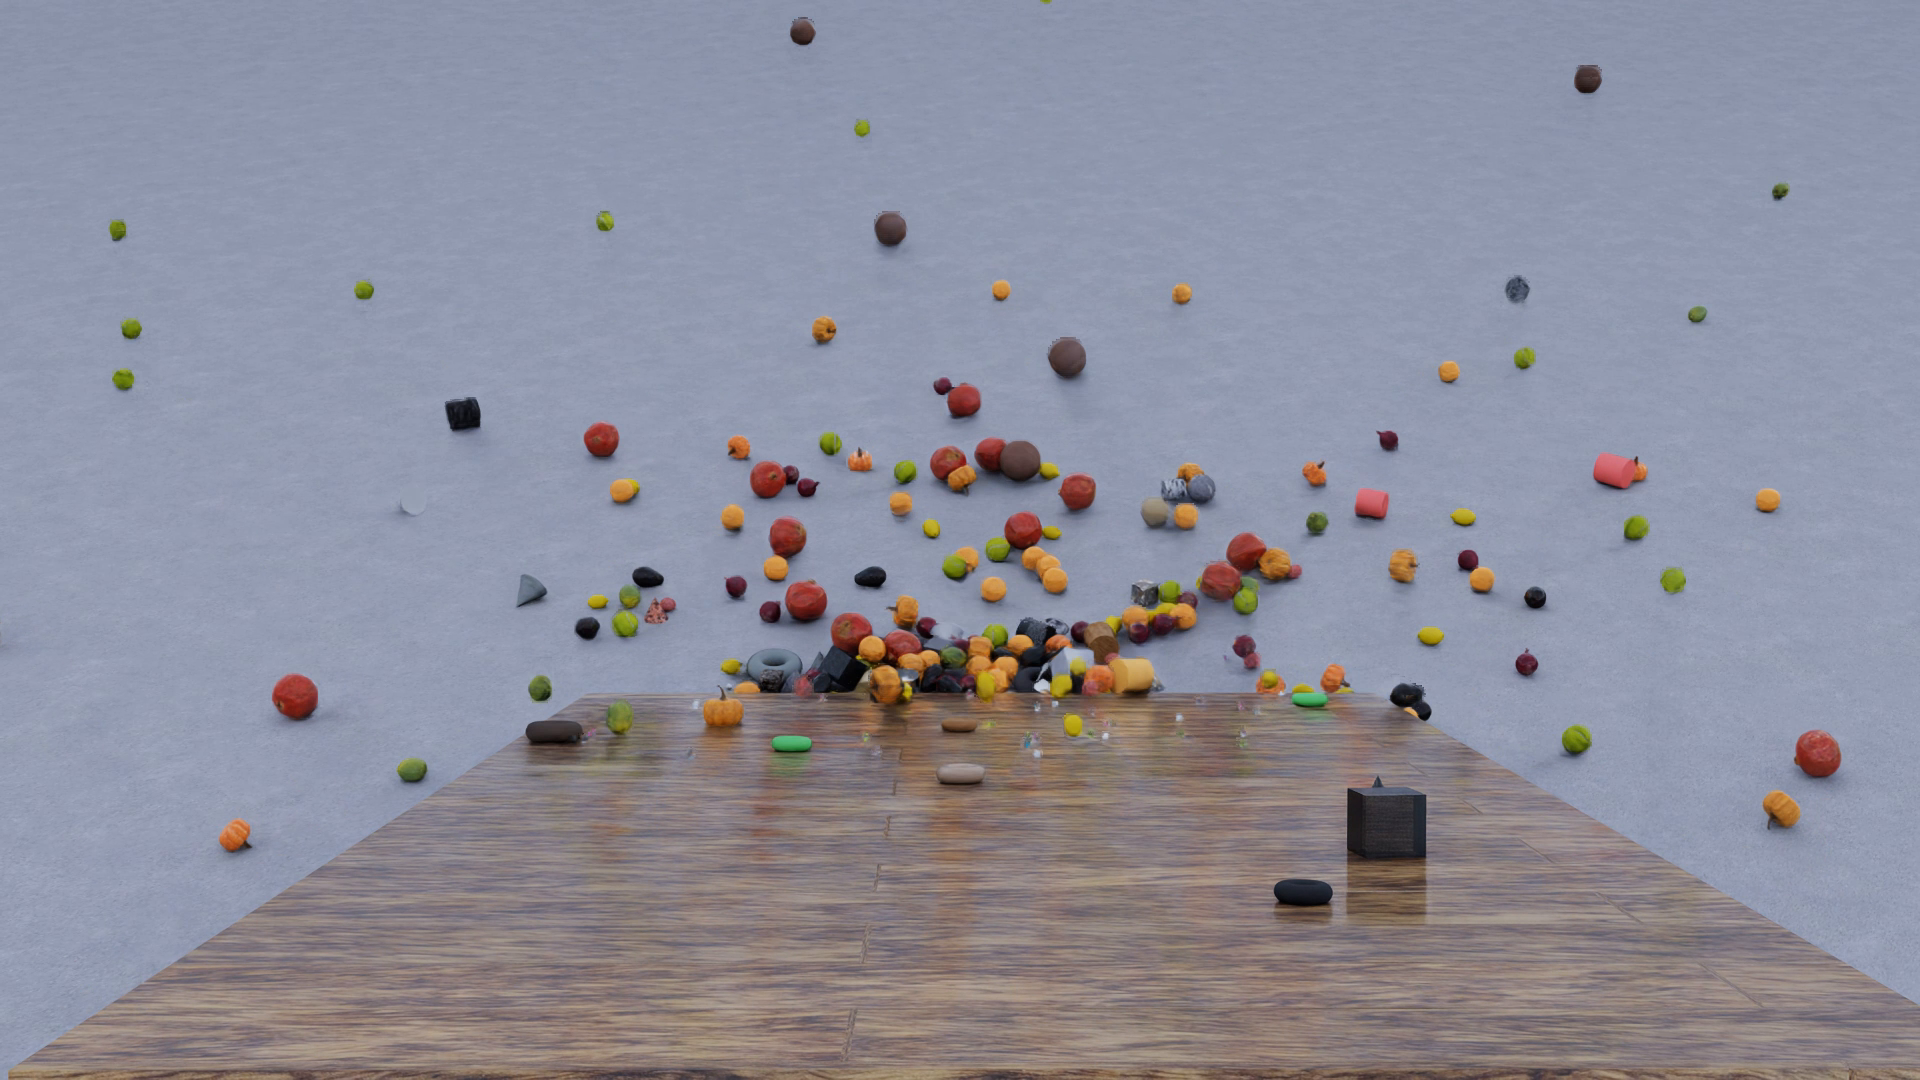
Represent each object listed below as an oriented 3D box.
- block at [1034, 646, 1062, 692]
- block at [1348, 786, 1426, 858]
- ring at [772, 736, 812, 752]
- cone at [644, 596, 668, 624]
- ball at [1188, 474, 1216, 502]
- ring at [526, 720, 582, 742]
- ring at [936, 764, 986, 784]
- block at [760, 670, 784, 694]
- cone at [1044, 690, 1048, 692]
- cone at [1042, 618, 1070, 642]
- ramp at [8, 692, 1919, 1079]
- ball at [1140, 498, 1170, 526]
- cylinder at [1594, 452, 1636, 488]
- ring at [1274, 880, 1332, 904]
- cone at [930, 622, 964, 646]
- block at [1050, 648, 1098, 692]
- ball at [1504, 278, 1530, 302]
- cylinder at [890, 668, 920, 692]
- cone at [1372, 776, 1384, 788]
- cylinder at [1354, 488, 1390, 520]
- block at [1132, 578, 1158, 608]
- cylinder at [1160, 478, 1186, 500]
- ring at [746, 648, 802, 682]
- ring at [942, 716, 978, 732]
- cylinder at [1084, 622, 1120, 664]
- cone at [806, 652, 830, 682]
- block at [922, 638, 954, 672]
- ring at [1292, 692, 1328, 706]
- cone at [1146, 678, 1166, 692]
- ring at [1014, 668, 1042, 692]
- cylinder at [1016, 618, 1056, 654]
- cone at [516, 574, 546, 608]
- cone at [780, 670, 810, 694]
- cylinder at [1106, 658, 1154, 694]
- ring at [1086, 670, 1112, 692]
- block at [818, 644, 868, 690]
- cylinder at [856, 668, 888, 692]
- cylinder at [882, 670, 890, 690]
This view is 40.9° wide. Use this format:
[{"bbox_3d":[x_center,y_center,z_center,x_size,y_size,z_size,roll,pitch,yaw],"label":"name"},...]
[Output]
[{"bbox_3d":[0.263,0.354,6.660,0.092,0.092,0.092,34,52,-5],"label":"block"},{"bbox_3d":[0.649,0.430,3.924,0.094,0.094,0.094,0,2,-8],"label":"block"},{"bbox_3d":[-0.346,0.418,5.286,0.083,0.028,0.083,1,1,0],"label":"ring"},{"bbox_3d":[-0.843,0.187,7.131,0.068,0.068,0.068,0,24,0],"label":"cone"},{"bbox_3d":[0.737,-0.157,7.866,0.087,0.087,0.087,0,24,0],"label":"ball"},{"bbox_3d":[-0.861,0.406,5.467,0.120,0.040,0.120,1,1,0],"label":"ring"},{"bbox_3d":[0.001,0.434,4.777,0.092,0.031,0.092,-1,3,0],"label":"ring"},{"bbox_3d":[-0.493,0.374,6.738,0.053,0.053,0.053,4,25,9],"label":"block"},{"bbox_3d":[0.228,0.437,6.624,0.074,0.074,0.074,40,38,16],"label":"cone"},{"bbox_3d":[0.249,0.264,7.002,0.077,0.077,0.077,9,52,19],"label":"cone"},{"bbox_3d":[0.056,0.506,4.550,2.000,0.100,4.000,0,2,0],"label":"ramp"},{"bbox_3d":[0.583,-0.083,7.705,0.085,0.085,0.085,0,24,0],"label":"ball"},{"bbox_3d":[2.029,-0.217,7.991,0.093,0.093,0.093,20,31,37],"label":"cylinder"},{"bbox_3d":[0.467,0.478,3.503,0.080,0.027,0.080,1,1,0],"label":"ring"},{"bbox_3d":[-0.036,0.285,6.950,0.089,0.089,0.089,0,51,1],"label":"cone"},{"bbox_3d":[0.290,0.333,6.575,0.083,0.083,0.083,7,59,-24],"label":"block"},{"bbox_3d":[2.067,-0.927,9.559,0.090,0.090,0.090,0,24,0],"label":"ball"},{"bbox_3d":[-0.144,0.384,6.689,0.076,0.076,0.076,0,24,0],"label":"cylinder"},{"bbox_3d":[0.717,0.431,4.420,0.058,0.058,0.058,0,2,0],"label":"cone"},{"bbox_3d":[1.242,-0.109,7.767,0.082,0.082,0.082,11,27,22],"label":"cylinder"},{"bbox_3d":[0.519,0.148,7.233,0.054,0.054,0.054,-18,30,-34],"label":"block"},{"bbox_3d":[0.653,-0.154,7.889,0.062,0.062,0.062,-5,25,-11],"label":"cylinder"},{"bbox_3d":[-0.492,0.335,6.828,0.149,0.050,0.149,0,26,0],"label":"ring"},{"bbox_3d":[-0.001,0.405,5.667,0.080,0.027,0.080,-1,3,0],"label":"ring"},{"bbox_3d":[0.379,0.275,6.918,0.084,0.084,0.084,-3,25,-6],"label":"cylinder"},{"bbox_3d":[-0.371,0.325,6.822,0.074,0.074,0.074,0,24,0],"label":"cone"},{"bbox_3d":[-0.058,0.305,6.880,0.062,0.062,0.062,12,27,25],"label":"block"},{"bbox_3d":[0.844,0.385,6.219,0.087,0.029,0.087,-1,3,0],"label":"ring"},{"bbox_3d":[0.511,0.385,6.713,0.084,0.084,0.084,2,17,-45],"label":"cone"},{"bbox_3d":[0.209,0.377,6.738,0.141,0.047,0.141,4,25,-2],"label":"ring"},{"bbox_3d":[0.205,0.258,6.963,0.078,0.078,0.078,21,32,38],"label":"cylinder"},{"bbox_3d":[-1.221,0.158,7.231,0.088,0.088,0.088,15,55,30],"label":"cone"},{"bbox_3d":[-0.414,0.393,6.717,0.082,0.082,0.082,33,32,7],"label":"cone"},{"bbox_3d":[0.431,0.345,6.543,0.087,0.087,0.087,-1,20,-40],"label":"cylinder"},{"bbox_3d":[0.363,0.380,6.736,0.132,0.044,0.132,1,23,0],"label":"ring"},{"bbox_3d":[-0.307,0.335,6.747,0.077,0.077,0.077,32,1,38],"label":"block"},{"bbox_3d":[-0.229,0.383,6.697,0.072,0.072,0.072,5,25,11],"label":"cylinder"},{"bbox_3d":[-0.215,0.366,6.756,0.052,0.052,0.052,2,24,10],"label":"cylinder"}]
